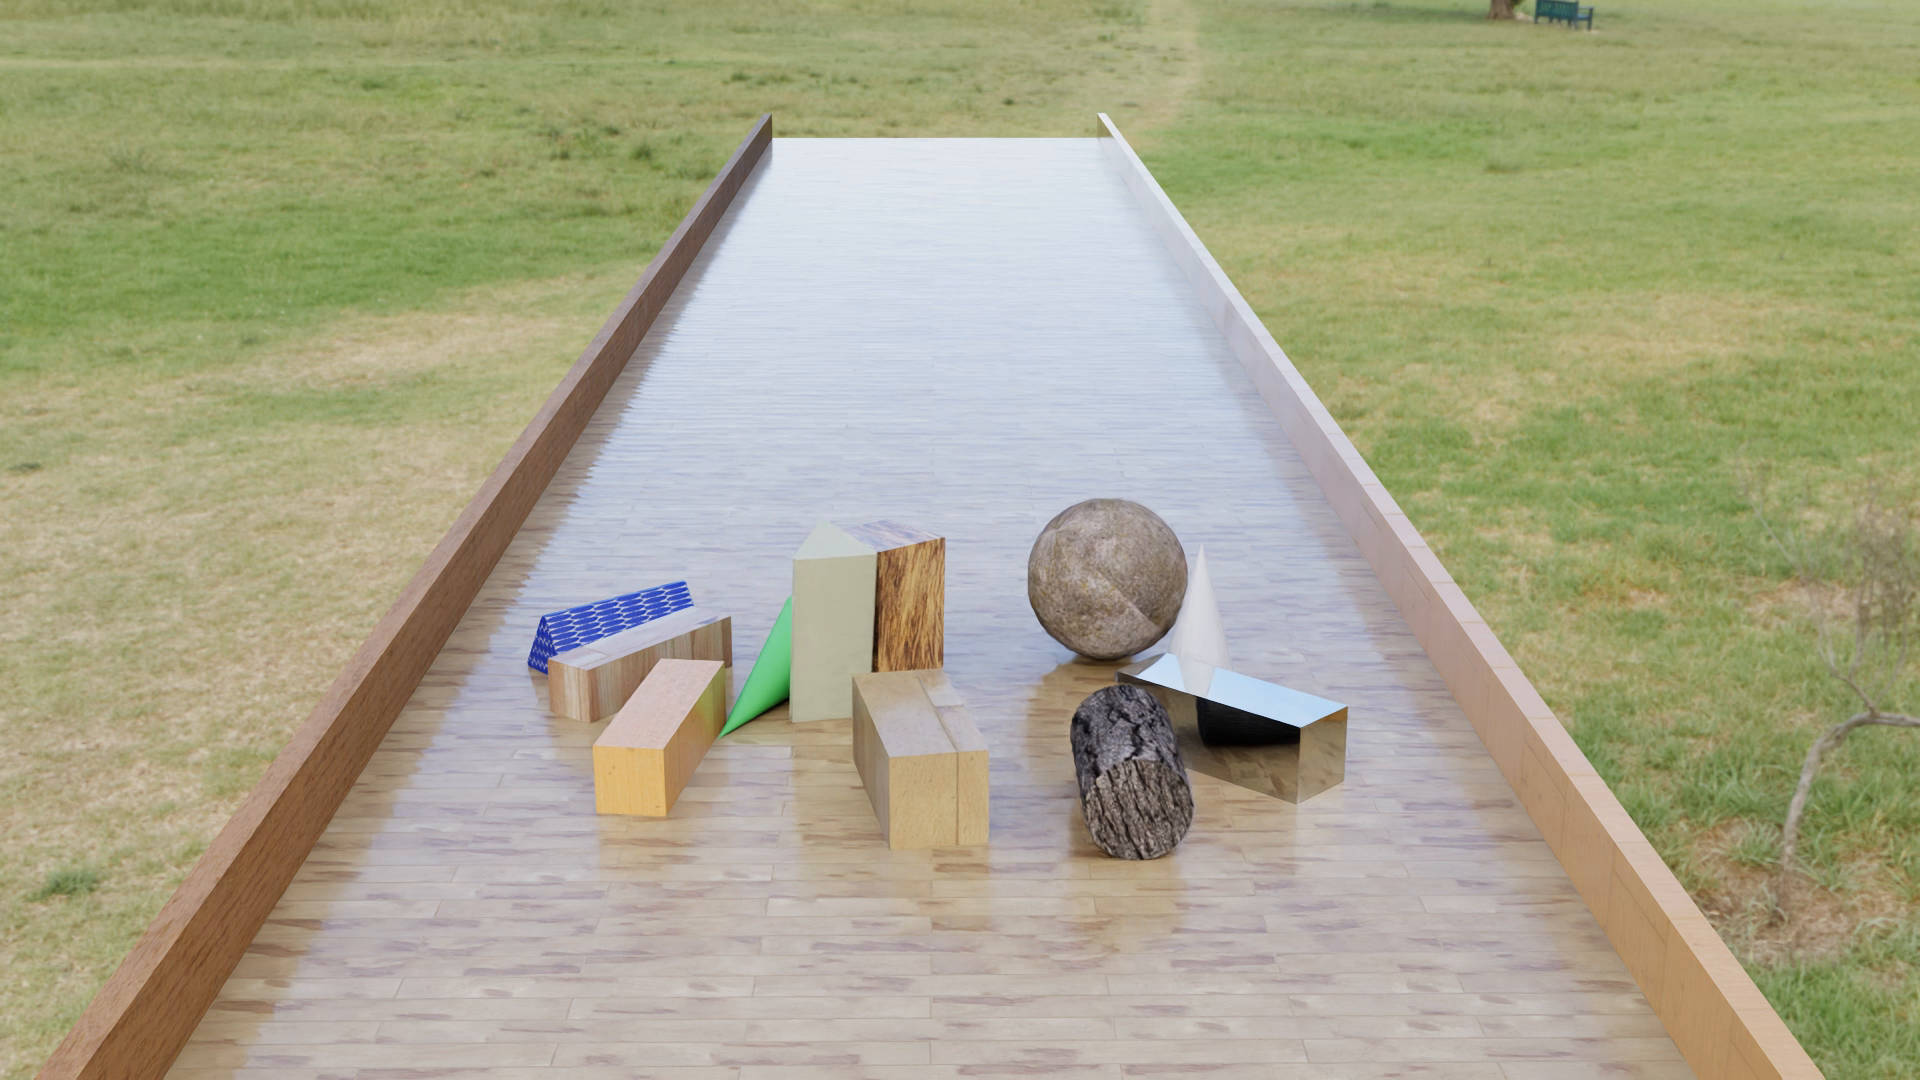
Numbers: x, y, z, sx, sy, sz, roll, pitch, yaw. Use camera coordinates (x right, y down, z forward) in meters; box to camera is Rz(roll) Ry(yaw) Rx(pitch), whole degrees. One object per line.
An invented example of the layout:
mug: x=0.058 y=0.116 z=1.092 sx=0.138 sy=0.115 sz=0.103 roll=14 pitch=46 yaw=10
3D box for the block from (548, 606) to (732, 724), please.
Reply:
block: x=-0.612 y=0.237 z=4.246 sx=0.105 sy=0.105 sz=0.392 roll=12 pitch=20 yaw=35

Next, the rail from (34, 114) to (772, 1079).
rail: x=-1.118 y=-0.838 z=7.780 sx=0.050 sy=0.150 sz=12.000 roll=0 pitch=17 yaw=-1

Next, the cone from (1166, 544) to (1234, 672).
cone: x=0.447 y=0.160 z=4.112 sx=0.178 sy=0.329 sz=0.178 roll=0 pitch=17 yaw=0

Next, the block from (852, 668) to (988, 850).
block: x=-0.072 y=0.364 z=3.719 sx=0.162 sy=0.162 sz=0.393 roll=-3 pitch=17 yaw=-11

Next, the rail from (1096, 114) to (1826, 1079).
rail: x=0.932 y=-0.844 z=7.801 sx=0.050 sy=0.150 sz=12.000 roll=0 pitch=17 yaw=-1

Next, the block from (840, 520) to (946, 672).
block: x=-0.148 y=0.143 z=4.182 sx=0.166 sy=0.316 sz=0.166 roll=-13 pitch=21 yaw=-42

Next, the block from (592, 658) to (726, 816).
block: x=-0.522 y=0.340 z=3.871 sx=0.120 sy=0.120 sz=0.434 roll=2 pitch=17 yaw=7

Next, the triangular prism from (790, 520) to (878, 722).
triangular prism: x=-0.247 y=0.148 z=4.072 sx=0.151 sy=0.352 sz=0.131 roll=-4 pitch=31 yaw=-13

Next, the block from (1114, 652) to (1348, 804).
block: x=0.472 y=0.327 z=3.881 sx=0.402 sy=0.141 sz=0.141 roll=15 pitch=22 yaw=41

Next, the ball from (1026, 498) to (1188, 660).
ball: x=0.295 y=0.077 z=4.399 sx=0.324 sy=0.324 sz=0.324 roll=0 pitch=17 yaw=0

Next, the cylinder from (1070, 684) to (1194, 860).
cylinder: x=0.280 y=0.380 z=3.644 sx=0.174 sy=0.174 sz=0.336 roll=0 pitch=17 yaw=-1

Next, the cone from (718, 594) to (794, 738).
cone: x=-0.357 y=0.268 z=4.176 sx=0.176 sy=0.176 sz=0.426 roll=7 pitch=30 yaw=23
